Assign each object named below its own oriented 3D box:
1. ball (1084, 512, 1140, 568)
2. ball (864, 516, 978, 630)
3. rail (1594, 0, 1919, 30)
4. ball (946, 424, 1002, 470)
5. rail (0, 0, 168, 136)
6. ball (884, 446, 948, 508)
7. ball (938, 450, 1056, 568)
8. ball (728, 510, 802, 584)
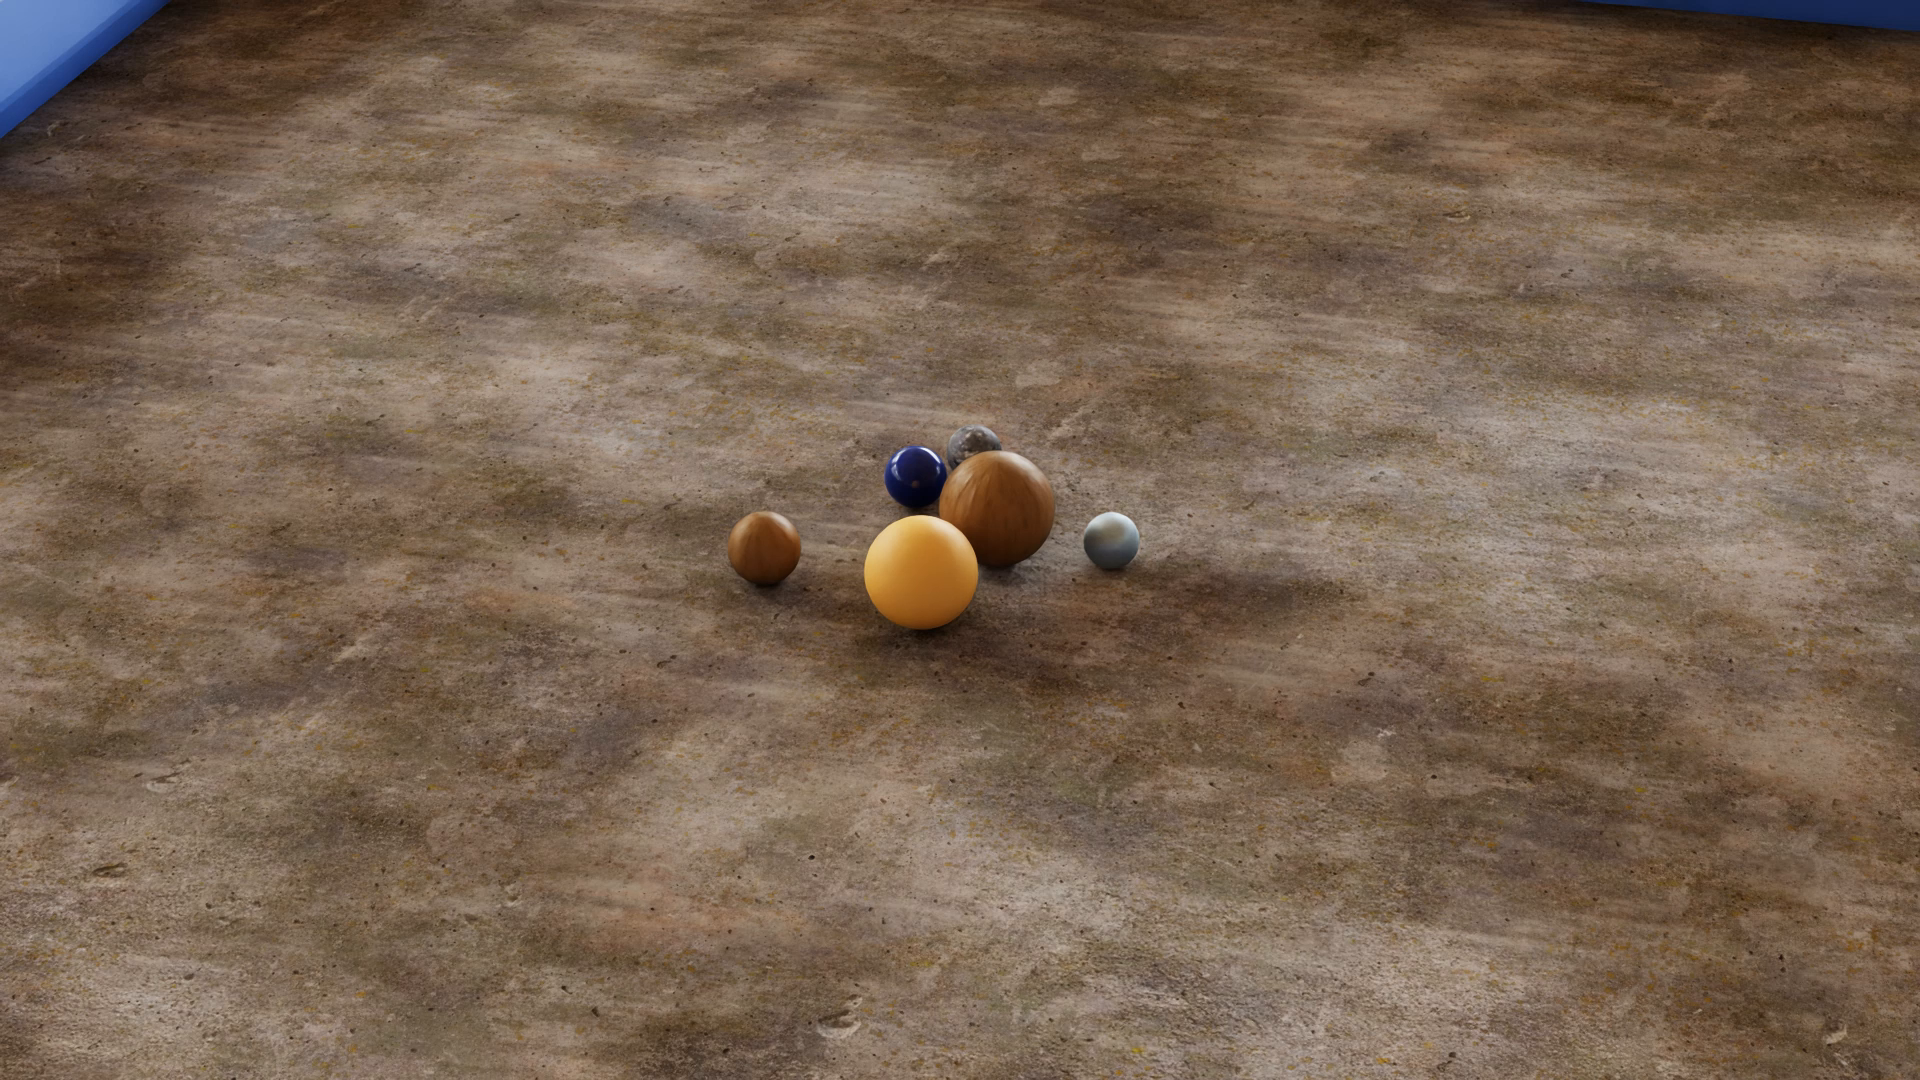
[{"bbox_3d":[0.110,0.000,1.858,0.041,0.041,0.041,0,35,0],"label":"ball"},{"bbox_3d":[-0.027,0.023,1.792,0.080,0.080,0.080,0,35,0],"label":"ball"},{"bbox_3d":[1.295,-0.522,2.543,4.233,0.117,0.045,8,35,11],"label":"rail"},{"bbox_3d":[0.011,-0.067,1.954,0.043,0.043,0.043,0,35,0],"label":"ball"},{"bbox_3d":[-1.007,-0.161,2.023,0.045,0.117,2.342,8,35,11],"label":"rail"},{"bbox_3d":[-0.033,-0.047,1.922,0.047,0.047,0.047,0,35,0],"label":"ball"},{"bbox_3d":[0.027,-0.023,1.854,0.084,0.084,0.084,0,35,0],"label":"ball"},{"bbox_3d":[-0.140,0.006,1.840,0.053,0.053,0.053,0,35,0],"label":"ball"}]
